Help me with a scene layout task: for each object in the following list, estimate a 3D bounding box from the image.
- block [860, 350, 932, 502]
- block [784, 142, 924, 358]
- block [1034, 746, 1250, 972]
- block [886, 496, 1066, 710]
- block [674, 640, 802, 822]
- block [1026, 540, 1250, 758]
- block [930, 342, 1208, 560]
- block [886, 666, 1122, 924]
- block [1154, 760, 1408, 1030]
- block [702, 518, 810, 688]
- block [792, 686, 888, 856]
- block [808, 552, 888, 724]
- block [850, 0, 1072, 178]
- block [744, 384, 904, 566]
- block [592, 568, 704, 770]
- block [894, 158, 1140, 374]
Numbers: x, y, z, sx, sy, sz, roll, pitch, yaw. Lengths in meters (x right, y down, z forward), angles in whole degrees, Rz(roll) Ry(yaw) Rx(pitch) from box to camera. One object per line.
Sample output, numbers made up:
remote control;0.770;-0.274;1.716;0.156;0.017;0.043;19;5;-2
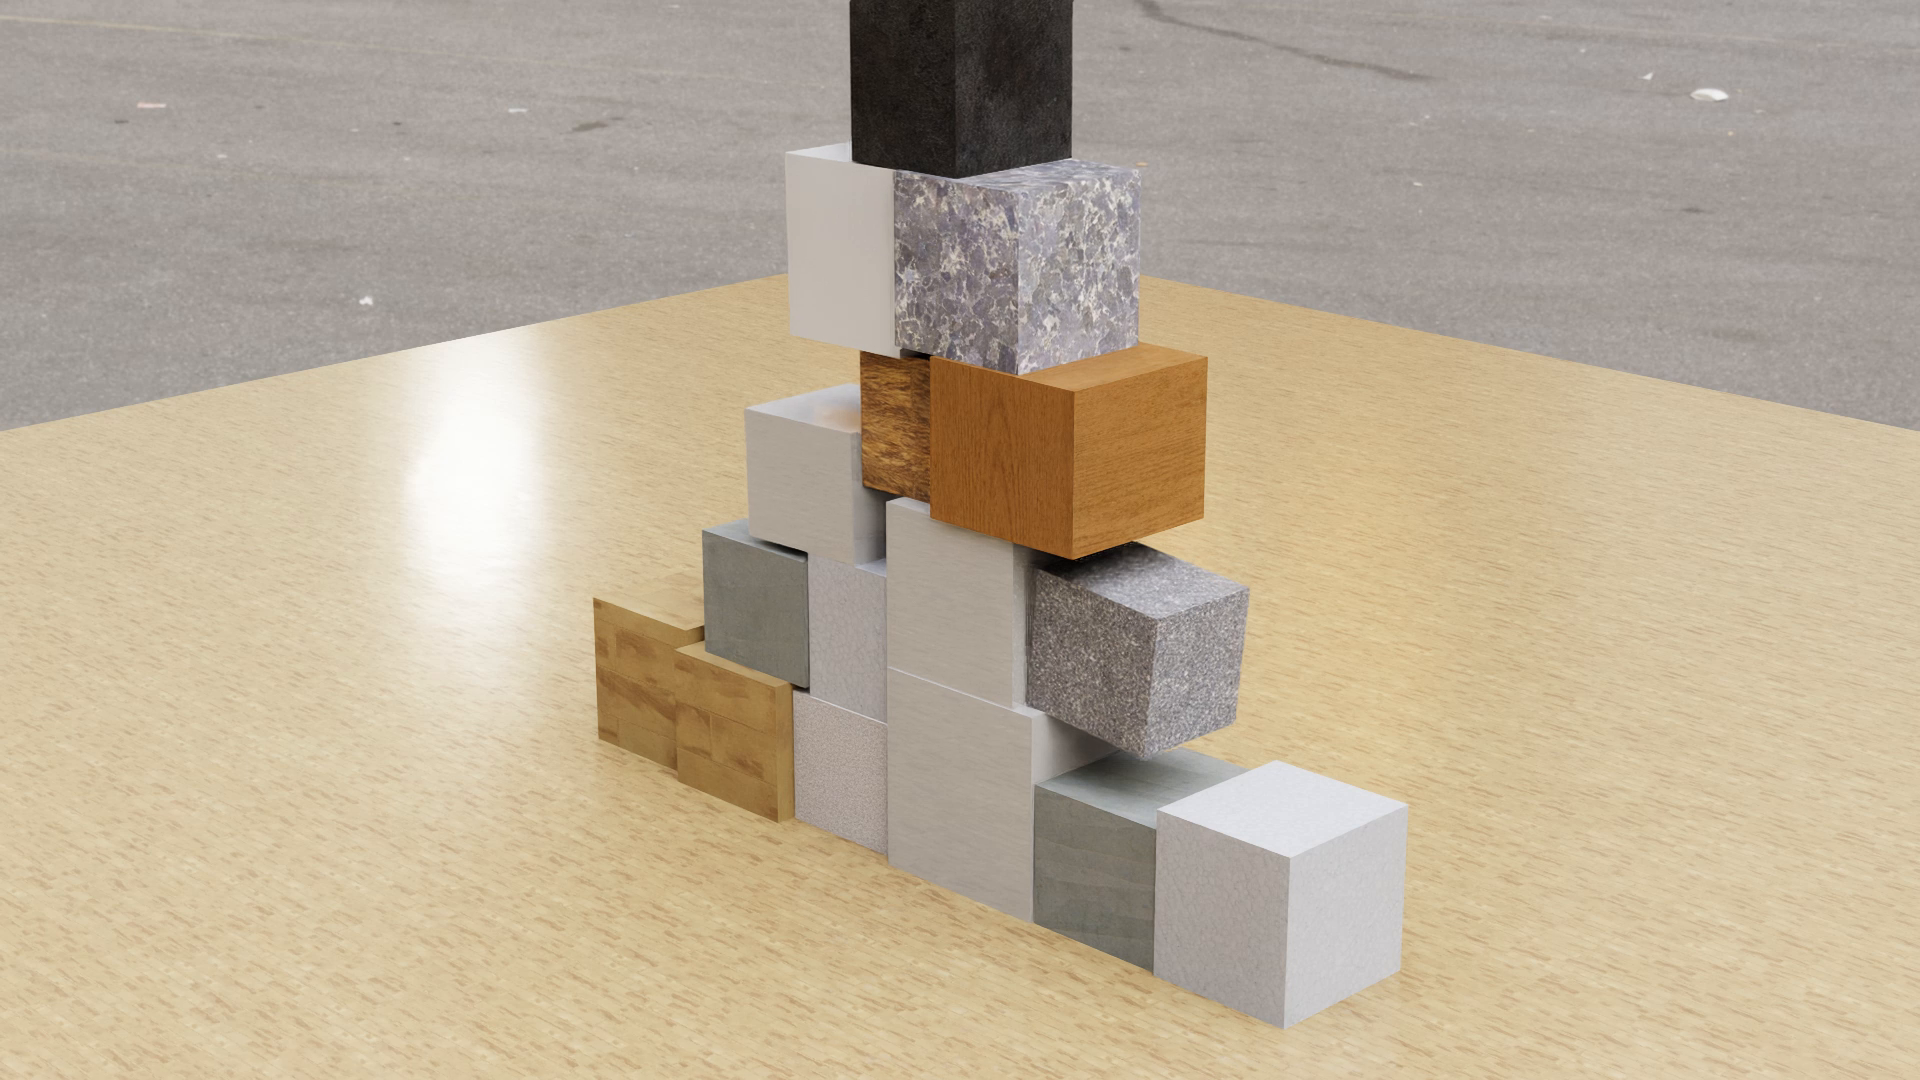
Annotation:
block;-0.044;-0.563;13.216;0.557;0.652;0.579;-17;23;-42
block;-0.268;-1.340;13.230;0.722;0.834;0.721;-17;23;-42
block;0.859;1.370;12.885;0.796;0.659;0.710;-17;24;-42
block;0.213;0.205;13.157;0.746;0.778;0.786;-17;24;-42
block;-0.837;0.856;14.465;0.842;0.692;0.746;-17;24;-42
block;0.764;0.458;12.661;0.596;0.638;0.691;-17;29;-42
block;0.468;-0.442;12.710;0.842;0.725;0.848;-17;24;-42
block;0.275;1.050;13.386;0.808;0.971;0.906;-17;24;-42
block;1.349;1.479;12.366;0.784;0.763;0.710;-17;24;-42
block;-0.737;0.249;14.204;0.707;0.622;0.726;-17;24;-42
block;-0.296;1.026;13.992;0.695;0.652;0.710;-17;24;-42
block;-0.261;0.387;13.754;0.669;0.711;0.592;-17;24;-42
block;0.006;-2.050;12.714;0.717;0.806;0.644;-17;24;-42
block;-0.512;-0.321;13.788;0.664;0.622;0.728;-17;22;-42
block;-1.357;0.659;14.967;0.695;0.768;0.729;-17;24;-42
block;0.246;-1.216;12.679;0.757;0.769;0.745;-17;24;-42
